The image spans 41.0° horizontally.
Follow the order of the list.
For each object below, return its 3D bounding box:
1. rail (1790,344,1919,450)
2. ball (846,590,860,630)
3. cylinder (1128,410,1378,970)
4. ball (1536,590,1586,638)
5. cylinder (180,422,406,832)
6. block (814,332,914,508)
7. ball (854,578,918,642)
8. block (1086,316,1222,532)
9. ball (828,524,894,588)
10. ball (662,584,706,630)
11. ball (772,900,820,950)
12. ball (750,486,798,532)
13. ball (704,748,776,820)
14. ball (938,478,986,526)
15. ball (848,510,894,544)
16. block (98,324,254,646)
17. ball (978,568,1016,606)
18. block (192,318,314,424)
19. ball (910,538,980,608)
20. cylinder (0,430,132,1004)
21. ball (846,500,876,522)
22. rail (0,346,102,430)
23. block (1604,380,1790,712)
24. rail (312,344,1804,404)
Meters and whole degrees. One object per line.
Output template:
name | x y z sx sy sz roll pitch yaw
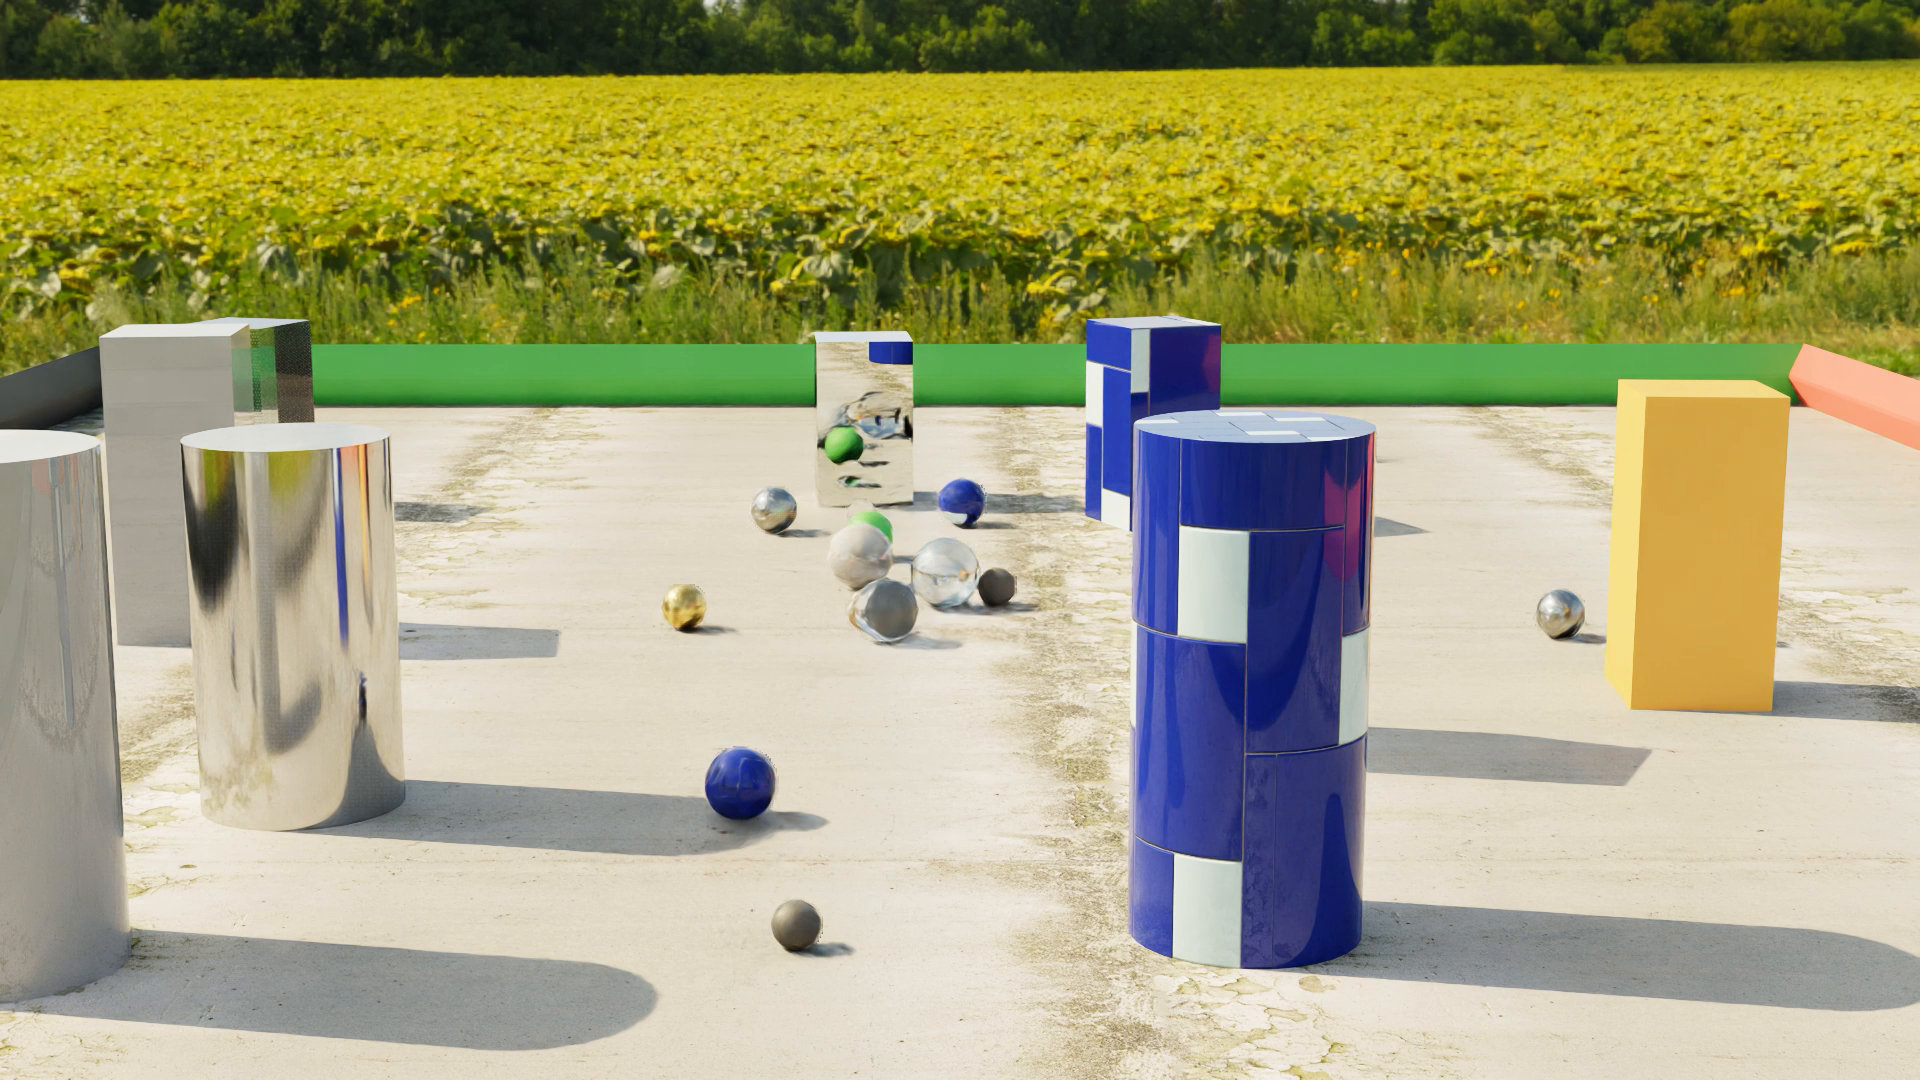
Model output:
rail | 1.826 0.031 3.459 0.045 0.129 4.333 0 10 0
ball | -0.119 0.091 3.343 0.057 0.057 0.057 0 10 0
cylinder | 0.243 0.119 2.152 0.199 0.434 0.199 0 10 0
ball | 0.773 0.095 3.302 0.063 0.063 0.063 0 10 0
cylinder | -0.657 0.081 2.537 0.199 0.370 0.199 0 10 0
block | -0.164 -0.206 4.343 0.159 0.277 0.159 -1 11 -5
ball | -0.094 0.090 3.278 0.082 0.082 0.082 0 10 0
block | 0.310 -0.190 4.134 0.159 0.322 0.159 -4 11 -23
ball | -0.141 0.022 3.615 0.093 0.093 0.093 0 10 0
ball | -0.361 0.088 3.355 0.059 0.059 0.059 0 10 0
ball | -0.137 0.321 2.141 0.041 0.041 0.041 0 10 0
ball | -0.293 -0.048 4.048 0.073 0.073 0.073 0 10 0
ball | -0.214 0.238 2.506 0.071 0.071 0.071 0 10 0
ball | 0.003 -0.061 4.114 0.076 0.076 0.076 0 10 0
ball | -0.136 -0.008 3.837 0.072 0.072 0.072 0 10 0
block | -1.002 -0.075 3.316 0.159 0.393 0.159 -1 11 -7
ball | 0.050 0.064 3.502 0.052 0.052 0.052 0 10 0
block | -1.188 -0.208 4.273 0.159 0.306 0.159 3 11 17
ball | -0.020 0.044 3.489 0.095 0.095 0.095 0 10 0
cylinder | -0.785 0.137 2.071 0.199 0.428 0.199 0 10 0
ball | -0.157 -0.041 4.080 0.048 0.048 0.048 0 10 0
rail | -1.826 0.035 3.438 0.045 0.129 4.333 0 10 0
block | 0.853 0.003 2.981 0.159 0.361 0.159 1 10 3
rail | -0.012 -0.356 5.556 3.699 0.129 0.045 0 10 0
